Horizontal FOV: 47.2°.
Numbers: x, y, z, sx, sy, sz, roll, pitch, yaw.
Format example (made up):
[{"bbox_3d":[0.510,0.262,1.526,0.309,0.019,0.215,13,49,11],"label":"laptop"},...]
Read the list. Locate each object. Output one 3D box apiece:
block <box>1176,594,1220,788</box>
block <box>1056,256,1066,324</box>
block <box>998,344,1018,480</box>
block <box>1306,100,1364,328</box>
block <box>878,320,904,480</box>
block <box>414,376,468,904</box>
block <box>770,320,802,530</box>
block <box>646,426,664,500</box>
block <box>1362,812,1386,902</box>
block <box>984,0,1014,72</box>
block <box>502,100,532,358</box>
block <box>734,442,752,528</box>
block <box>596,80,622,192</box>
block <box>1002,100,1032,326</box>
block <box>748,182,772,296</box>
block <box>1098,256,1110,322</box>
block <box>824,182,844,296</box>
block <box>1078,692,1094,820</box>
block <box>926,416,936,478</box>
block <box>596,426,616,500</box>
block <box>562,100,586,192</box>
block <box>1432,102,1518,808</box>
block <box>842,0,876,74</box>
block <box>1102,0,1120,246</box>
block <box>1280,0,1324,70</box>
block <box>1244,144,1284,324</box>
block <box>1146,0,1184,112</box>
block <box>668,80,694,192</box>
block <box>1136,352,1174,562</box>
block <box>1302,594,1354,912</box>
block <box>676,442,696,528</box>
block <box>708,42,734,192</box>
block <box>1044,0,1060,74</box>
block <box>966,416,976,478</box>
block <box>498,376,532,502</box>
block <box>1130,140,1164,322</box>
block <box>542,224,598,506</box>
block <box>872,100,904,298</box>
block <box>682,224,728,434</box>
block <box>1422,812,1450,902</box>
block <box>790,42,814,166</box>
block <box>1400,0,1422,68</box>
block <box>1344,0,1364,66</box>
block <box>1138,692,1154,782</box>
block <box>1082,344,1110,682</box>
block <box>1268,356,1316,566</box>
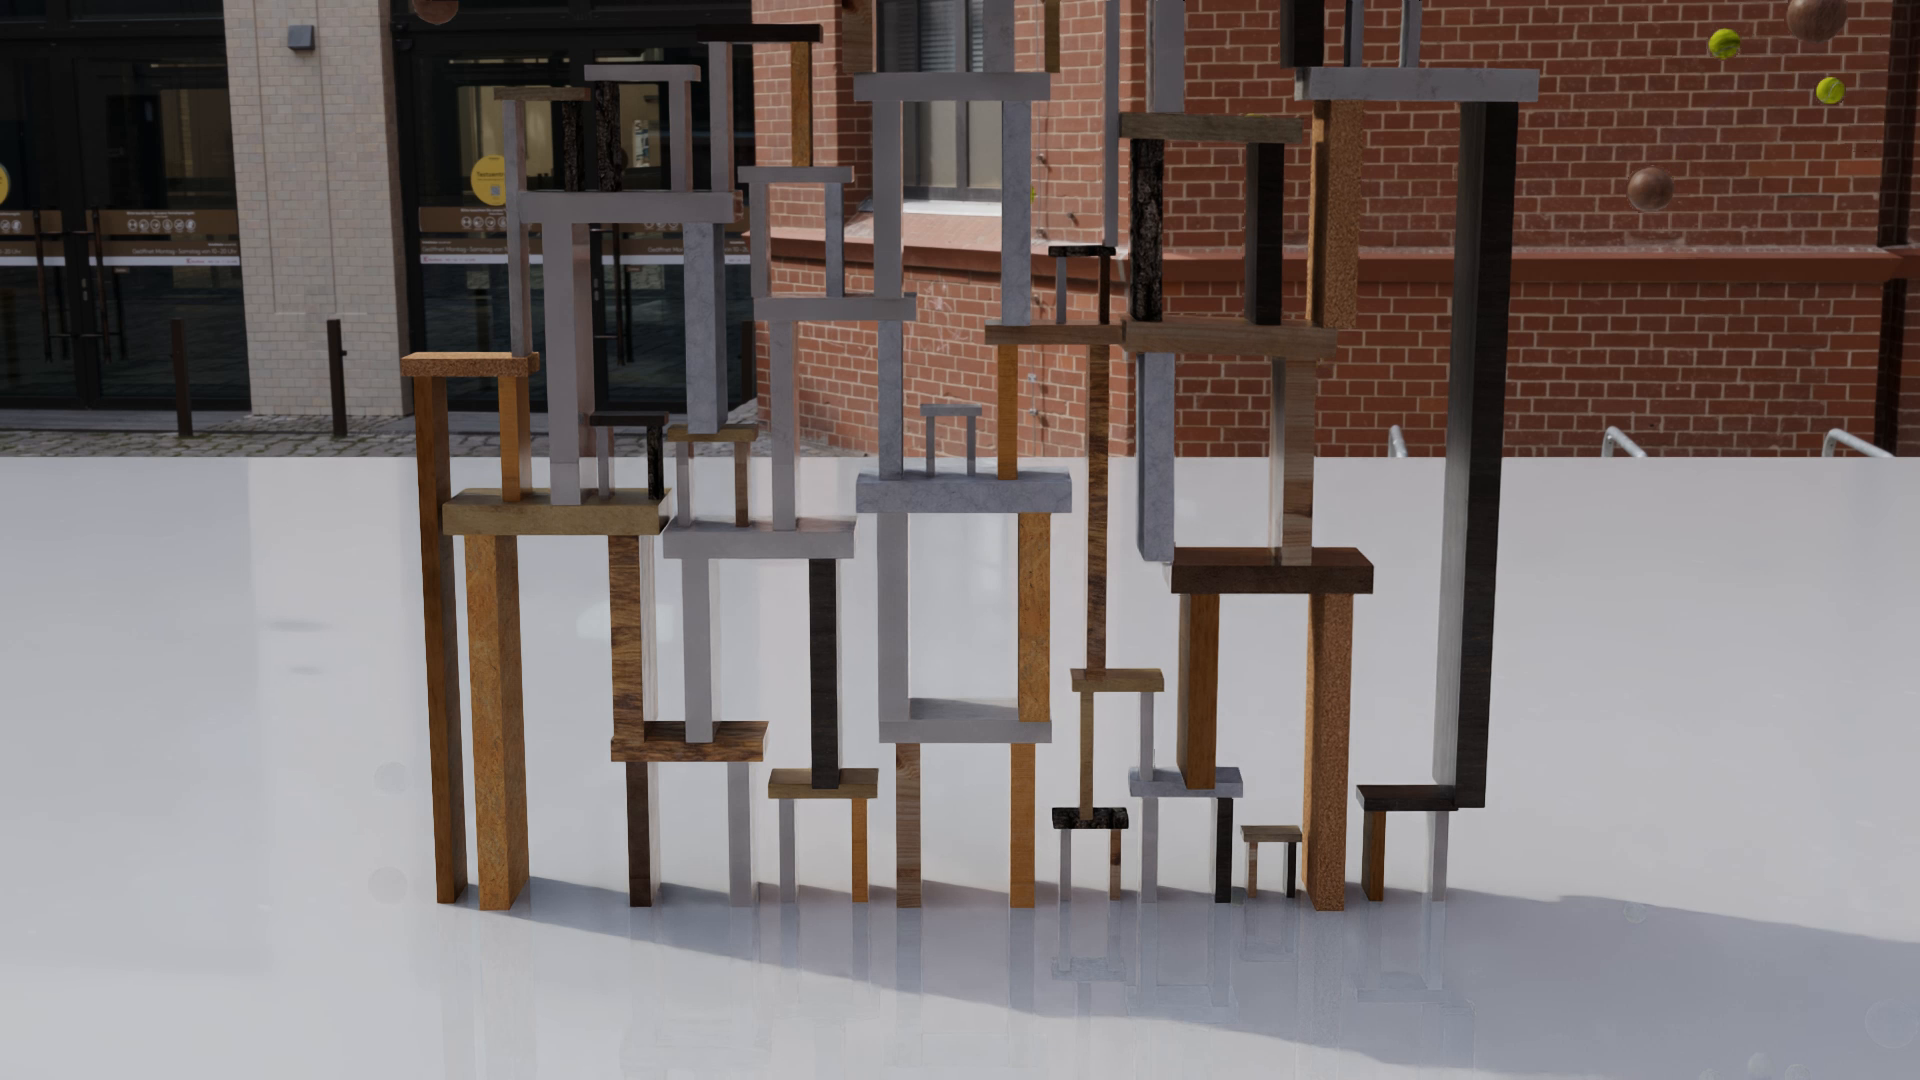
[{"bbox_3d":[0.387,0.229,3.591,0.045,0.320,0.160,0,10,-1],"label":"block"},{"bbox_3d":[0.160,-0.398,3.490,0.015,0.103,0.052,0,11,0],"label":"block"},{"bbox_3d":[0.075,-0.210,3.516,0.030,0.215,0.108,0,11,0],"label":"block"},{"bbox_3d":[0.589,-0.515,3.461,0.049,0.347,0.173,0,10,0],"label":"block"},{"bbox_3d":[-0.111,-0.229,3.516,0.036,0.253,0.126,0,11,0],"label":"block"},{"bbox_3d":[-0.847,0.161,3.593,0.028,0.871,0.100,0,11,0],"label":"block"},{"bbox_3d":[-0.279,-0.190,3.522,0.036,0.333,0.126,0,11,0],"label":"block"},{"bbox_3d":[-0.490,-0.128,3.535,0.017,0.119,0.059,0,11,0],"label":"block"},{"bbox_3d":[0.688,0.514,3.657,0.022,0.155,0.077,0,11,0],"label":"block"},{"bbox_3d":[0.059,-0.886,3.395,0.046,0.324,0.162,0,11,0],"label":"block"},{"bbox_3d":[-0.698,-0.490,3.469,0.020,0.398,0.070,0,11,0],"label":"block"},{"bbox_3d":[-0.350,-0.095,3.545,0.020,0.139,0.069,0,11,0],"label":"block"},{"bbox_3d":[-0.549,-0.631,3.439,0.024,0.169,0.085,0,11,0],"label":"block"},{"bbox_3d":[0.088,-0.516,3.465,0.043,0.344,0.150,0,11,0],"label":"block"},{"bbox_3d":[-0.315,-0.475,3.468,0.025,0.176,0.088,0,11,0],"label":"block"},{"bbox_3d":[0.228,-0.399,3.489,0.015,0.104,0.052,0,11,0],"label":"block"},{"bbox_3d":[-0.197,-0.475,3.468,0.025,0.176,0.088,0,11,0],"label":"block"},{"bbox_3d":[0.206,0.346,3.621,0.021,0.216,0.075,0,11,0],"label":"block"},{"bbox_3d":[-0.047,-0.153,3.531,0.014,0.098,0.049,0,11,0],"label":"block"},{"bbox_3d":[-0.569,-0.128,3.535,0.017,0.119,0.059,0,11,0],"label":"block"},{"bbox_3d":[-0.605,-0.618,3.447,0.020,0.140,0.070,0,11,0],"label":"block"},{"bbox_3d":[0.824,-0.133,3.531,0.049,1.118,0.173,0,11,0],"label":"block"},{"bbox_3d":[-0.156,-0.886,3.395,0.046,0.324,0.162,0,11,0],"label":"block"},{"bbox_3d":[0.236,-0.669,3.436,0.021,0.414,0.073,0,11,1],"label":"block"},{"bbox_3d":[0.530,-0.891,3.403,0.044,0.314,0.157,-1,11,1],"label":"block"},{"bbox_3d":[0.479,-0.484,3.466,0.039,0.277,0.139,-1,10,0],"label":"block"},{"bbox_3d":[0.317,-0.861,3.402,0.044,0.393,0.157,-1,11,0],"label":"block"},{"bbox_3d":[-0.436,-0.631,3.439,0.024,0.169,0.085,0,11,0],"label":"block"},{"bbox_3d":[0.312,-0.141,3.524,0.047,0.329,0.164,-1,10,0],"label":"block"},{"bbox_3d":[0.602,0.331,3.615,0.045,0.528,0.160,0,11,0],"label":"block"},{"bbox_3d":[-0.442,-0.095,3.545,0.020,0.139,0.069,0,11,0],"label":"block"},{"bbox_3d":[-0.372,-0.660,3.433,0.027,0.227,0.094,0,11,0],"label":"block"},{"bbox_3d":[0.142,-0.799,3.414,0.021,0.146,0.073,-1,11,0],"label":"block"},{"bbox_3d":[0.018,-0.153,3.531,0.014,0.098,0.049,0,11,1],"label":"block"},{"bbox_3d":[-0.714,-0.169,3.531,0.028,0.200,0.100,0,11,0],"label":"block"},{"bbox_3d":[0.293,-0.489,3.465,0.039,0.277,0.139,0,10,0],"label":"block"},{"bbox_3d":[-0.621,-0.286,3.506,0.046,0.441,0.163,0,11,0],"label":"block"},{"bbox_3d":[-0.112,-0.537,3.460,0.043,0.301,0.150,0,11,0],"label":"block"},{"bbox_3d":[-0.403,-0.342,3.495,0.046,0.327,0.163,0,11,0],"label":"block"},{"bbox_3d":[0.791,0.513,3.657,0.022,0.155,0.077,0,11,0],"label":"block"},{"bbox_3d":[-0.246,-0.679,3.430,0.027,0.188,0.094,0,11,0],"label":"block"},{"bbox_3d":[0.701,-0.799,3.415,0.019,0.132,0.066,1,11,0],"label":"block"},{"bbox_3d":[0.612,-0.800,3.415,0.019,0.132,0.066,0,11,1],"label":"block"},{"bbox_3d":[0.305,0.313,3.613,0.021,0.149,0.075,0,11,2],"label":"block"},{"bbox_3d":[0.219,-0.049,3.547,0.030,0.544,0.108,0,11,0],"label":"block"},{"bbox_3d":[0.531,-0.135,3.526,0.047,0.329,0.164,0,10,0],"label":"block"}]
